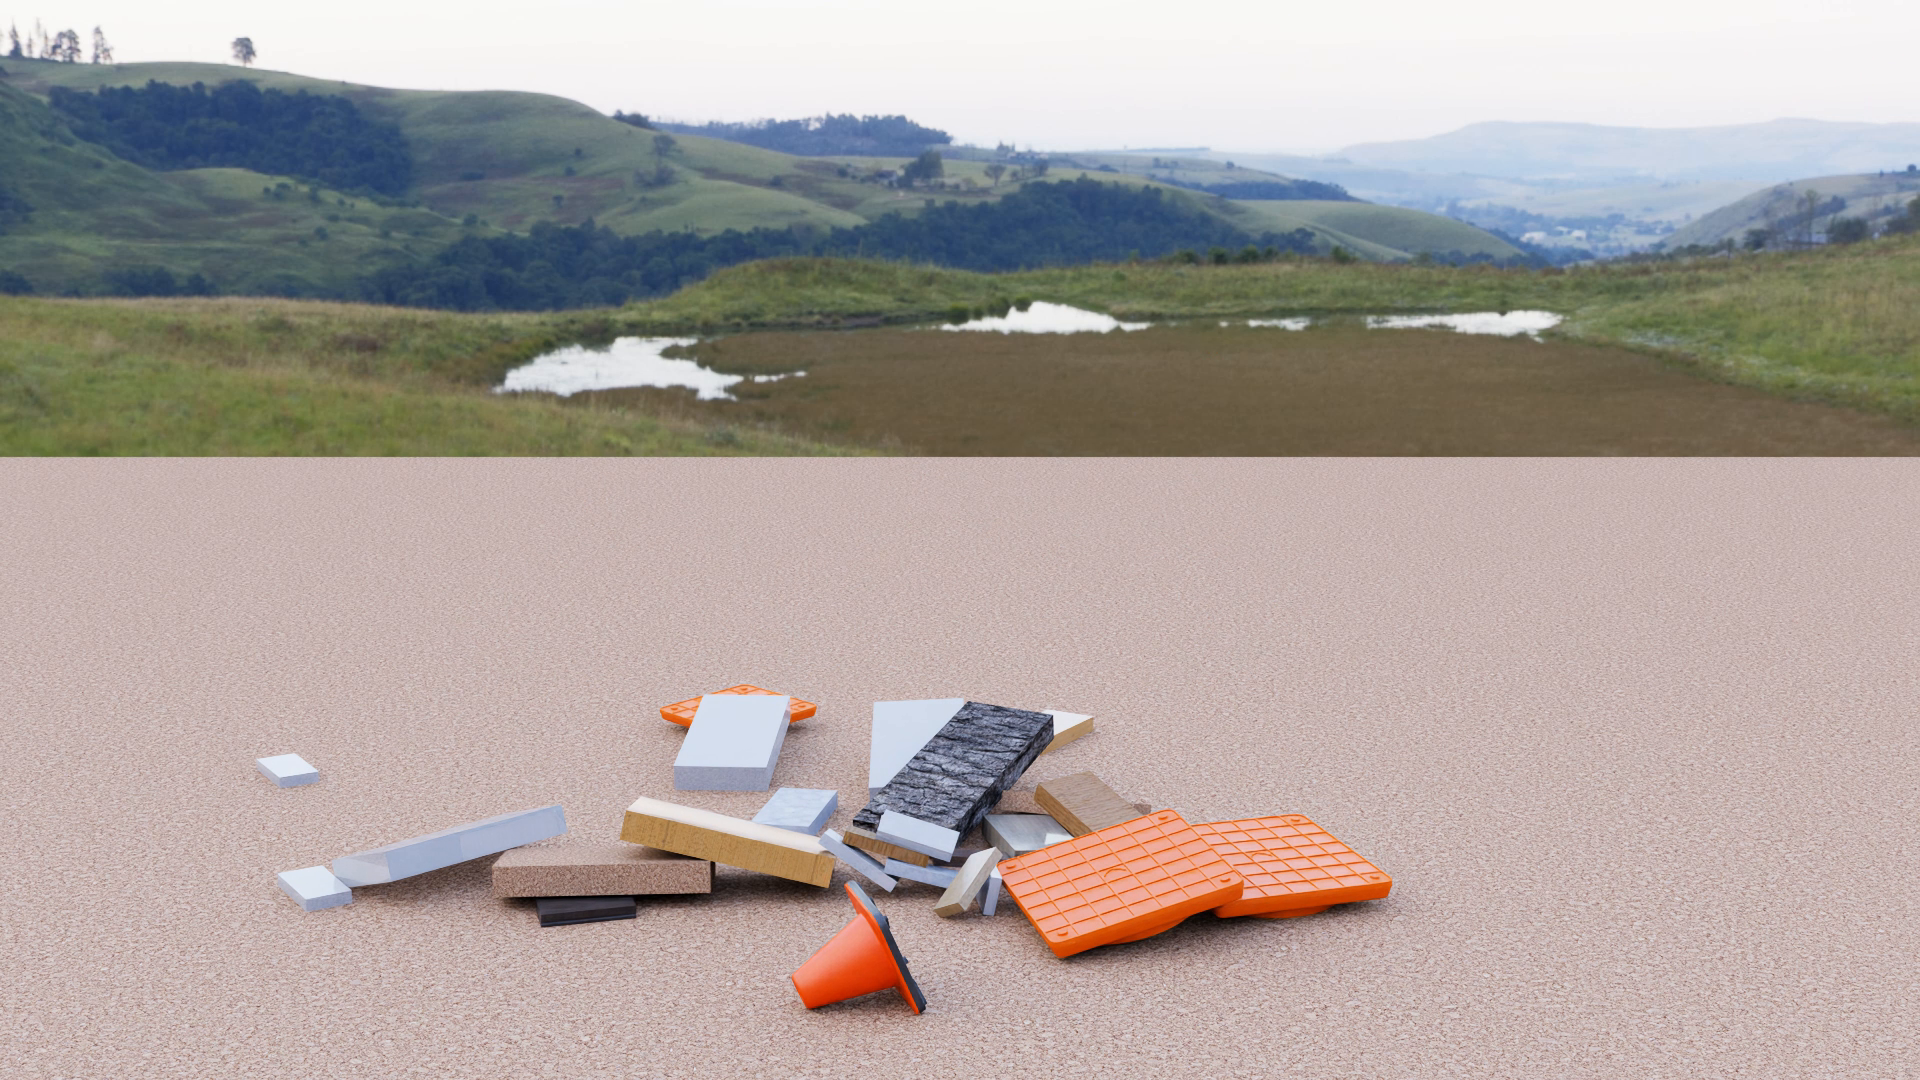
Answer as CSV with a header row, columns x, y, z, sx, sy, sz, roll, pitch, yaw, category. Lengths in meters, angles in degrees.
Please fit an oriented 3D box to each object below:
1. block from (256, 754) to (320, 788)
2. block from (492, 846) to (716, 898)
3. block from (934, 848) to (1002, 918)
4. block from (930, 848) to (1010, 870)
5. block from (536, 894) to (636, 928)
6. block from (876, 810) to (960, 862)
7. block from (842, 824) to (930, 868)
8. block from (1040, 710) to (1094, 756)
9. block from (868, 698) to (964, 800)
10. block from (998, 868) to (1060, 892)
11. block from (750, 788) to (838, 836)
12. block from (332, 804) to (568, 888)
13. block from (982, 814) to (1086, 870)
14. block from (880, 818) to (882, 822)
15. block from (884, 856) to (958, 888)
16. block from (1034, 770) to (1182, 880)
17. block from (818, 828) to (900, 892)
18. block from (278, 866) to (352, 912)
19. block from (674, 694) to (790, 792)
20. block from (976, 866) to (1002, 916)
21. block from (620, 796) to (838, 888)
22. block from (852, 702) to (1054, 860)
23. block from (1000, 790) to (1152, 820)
x,y,z,sx,sy,sz,roll,pitch,yaw,category
-1.327,0.455,4.338,0.076,0.022,0.152,-7,13,-33,block
-0.589,0.551,3.669,0.352,0.050,0.176,-1,2,-3,block
0.013,0.556,3.573,0.065,0.018,0.130,-25,19,46,block
0.017,0.541,3.732,0.129,0.018,0.064,4,4,-5,block
-0.607,0.598,3.566,0.152,0.022,0.076,-3,11,-16,block
-0.071,0.495,3.683,0.131,0.018,0.065,17,27,4,block
-0.123,0.514,3.691,0.146,0.021,0.073,17,0,1,block
0.178,0.401,4.599,0.110,0.031,0.221,6,12,31,block
-0.080,0.413,4.267,0.180,0.051,0.359,-3,22,0,block
0.100,0.568,3.736,0.129,0.018,0.064,8,13,35,block
-0.304,0.505,4.042,0.110,0.031,0.220,2,11,10,block
-0.869,0.523,3.757,0.176,0.050,0.352,-14,-2,44,block
0.126,0.528,3.845,0.125,0.035,0.249,2,7,-12,block
-0.077,0.502,3.767,0.065,0.018,0.131,11,5,-34,block
-0.052,0.557,3.667,0.146,0.021,0.073,14,0,0,block
0.256,0.496,3.845,0.125,0.035,0.249,-9,34,-39,block
-0.167,0.534,3.669,0.146,0.021,0.073,34,1,4,block
-1.076,0.580,3.664,0.076,0.022,0.152,-7,13,-33,block
-0.452,0.403,4.404,0.180,0.051,0.359,1,18,3,block
0.044,0.565,3.620,0.018,0.064,0.129,11,9,-10,block
-0.382,0.506,3.695,0.352,0.050,0.176,13,1,0,block
-0.004,0.438,4.061,0.180,0.051,0.497,7,24,24,block
0.213,0.489,4.020,0.249,0.035,0.125,4,-6,19,block
